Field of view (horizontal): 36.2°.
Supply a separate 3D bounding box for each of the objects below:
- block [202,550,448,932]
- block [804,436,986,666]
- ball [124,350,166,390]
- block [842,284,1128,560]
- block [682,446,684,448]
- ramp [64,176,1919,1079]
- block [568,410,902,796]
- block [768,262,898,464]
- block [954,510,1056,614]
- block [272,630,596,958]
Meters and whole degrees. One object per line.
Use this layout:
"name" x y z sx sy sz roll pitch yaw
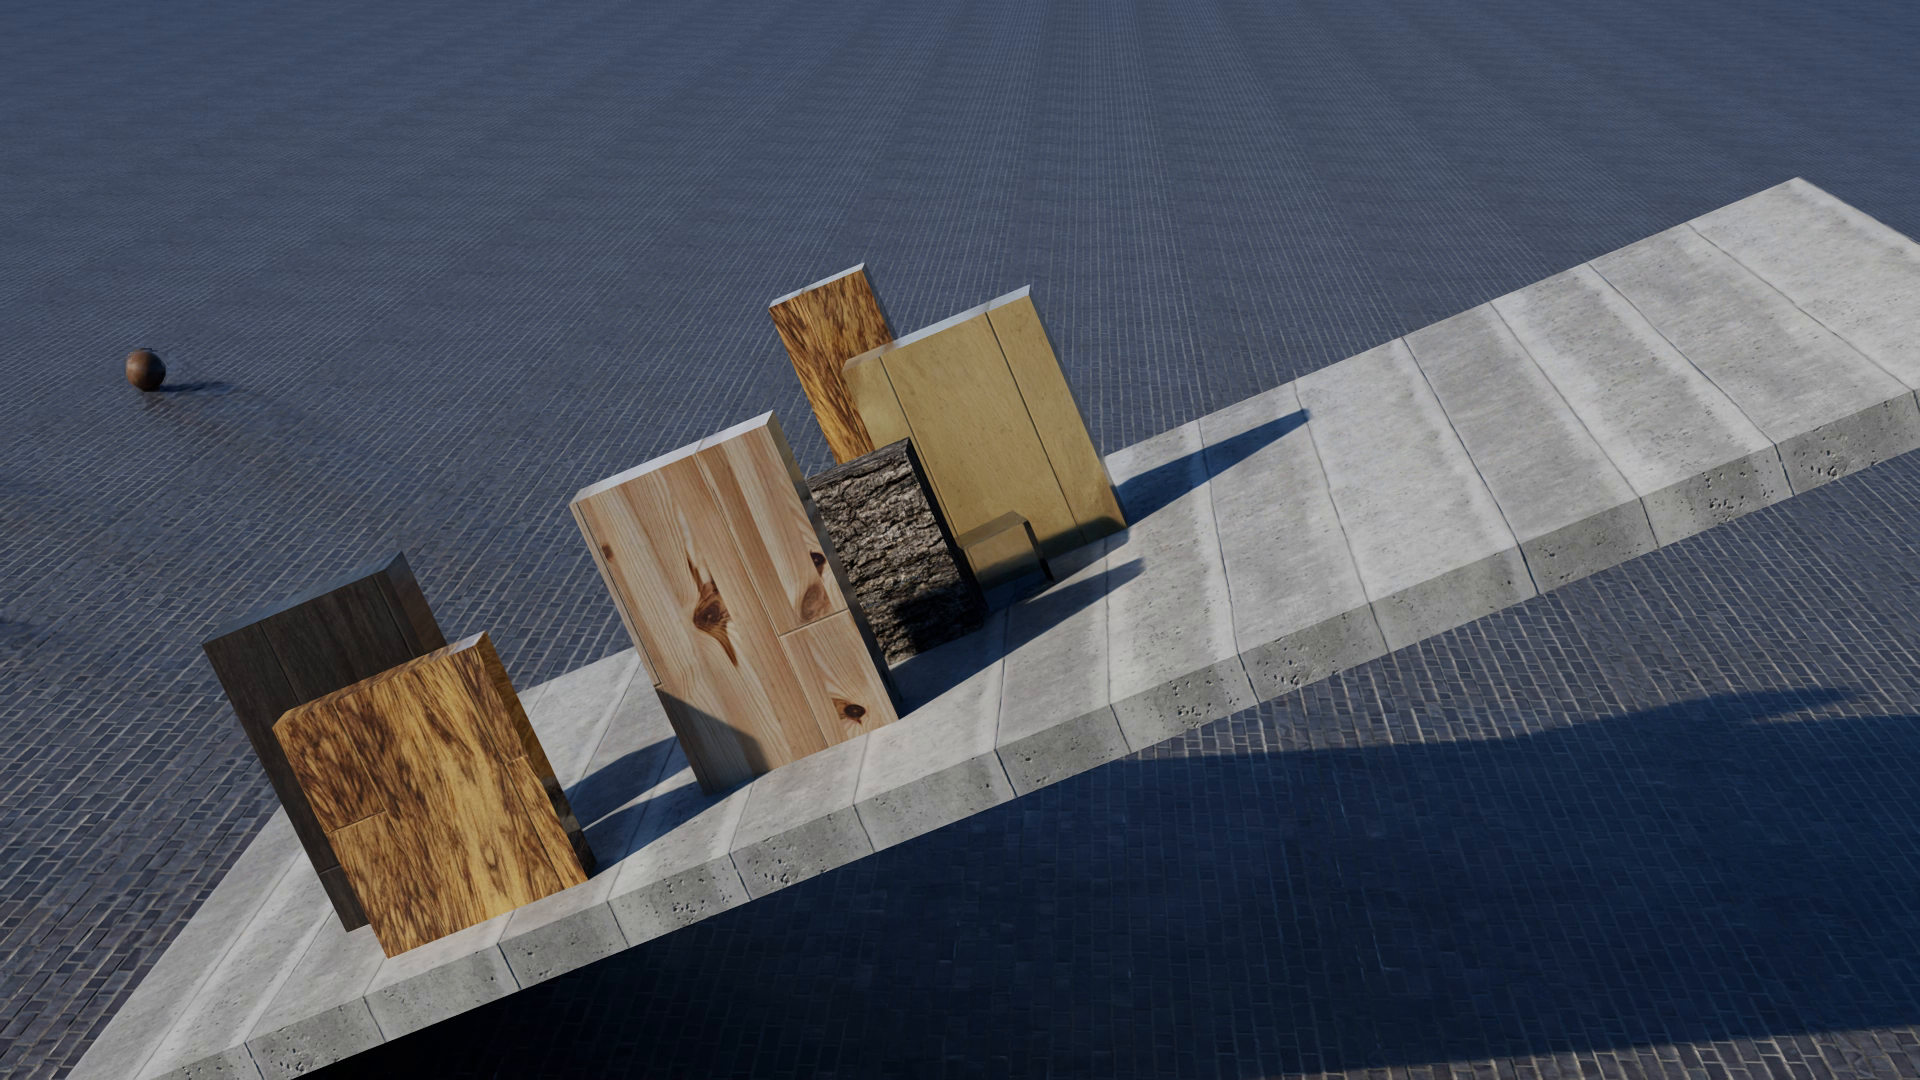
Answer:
"block" -1.180 0.408 5.923 0.406 0.657 0.143 -22 12 8
"block" -0.210 0.056 6.197 0.393 0.411 0.145 -22 12 8
"ball" -3.539 -0.737 12.781 0.173 0.173 0.173 0 14 0
"block" 0.058 -0.212 6.477 0.441 0.560 0.135 -22 12 8
"block" -0.601 0.024 6.898 0.380 0.473 0.112 -22 12 8
"ramp" 0.128 0.172 6.287 4.000 0.100 2.000 -22 12 8
"block" -0.434 0.126 5.773 0.418 0.641 0.131 -22 12 8
"block" -0.206 -0.300 7.044 0.242 0.681 0.109 -22 12 8
"block" 0.091 0.047 6.287 0.152 0.152 0.152 -25 12 -7
"block" -1.000 0.488 5.615 0.427 0.504 0.100 -22 12 8
